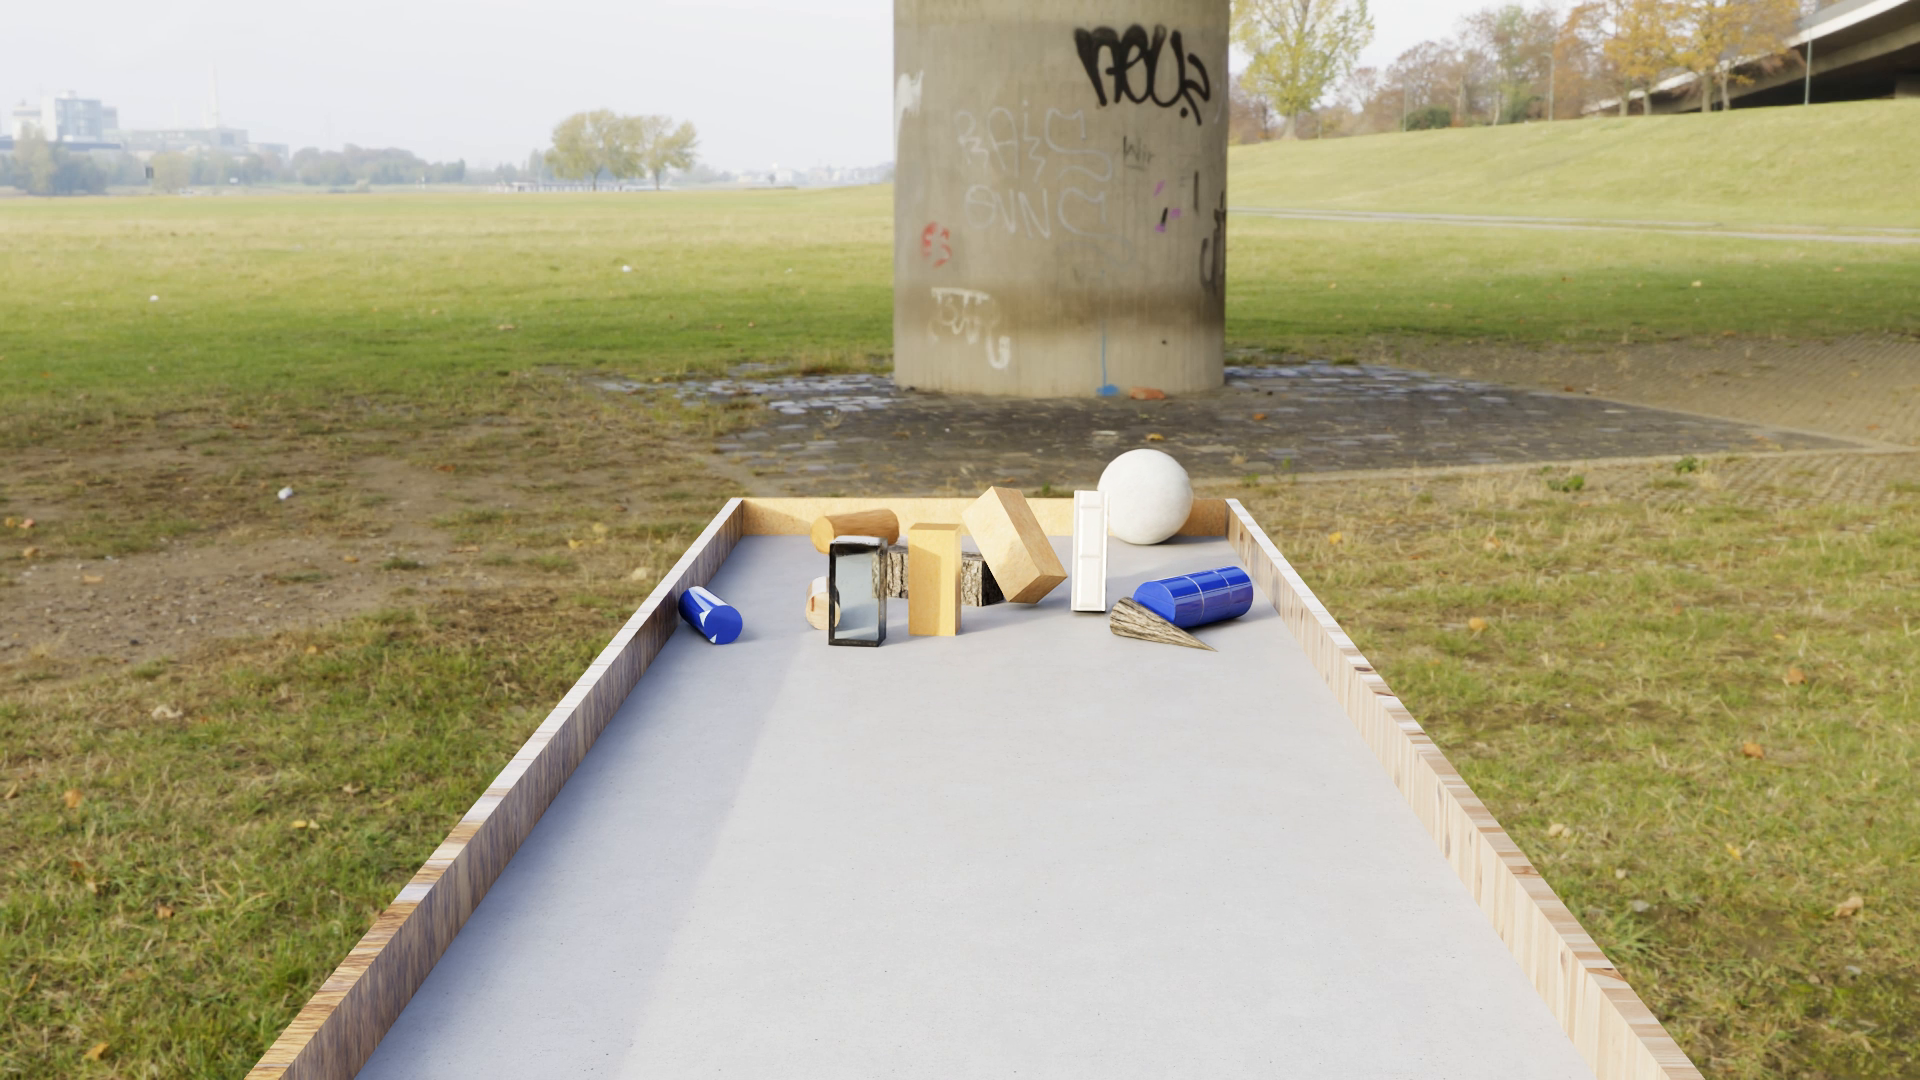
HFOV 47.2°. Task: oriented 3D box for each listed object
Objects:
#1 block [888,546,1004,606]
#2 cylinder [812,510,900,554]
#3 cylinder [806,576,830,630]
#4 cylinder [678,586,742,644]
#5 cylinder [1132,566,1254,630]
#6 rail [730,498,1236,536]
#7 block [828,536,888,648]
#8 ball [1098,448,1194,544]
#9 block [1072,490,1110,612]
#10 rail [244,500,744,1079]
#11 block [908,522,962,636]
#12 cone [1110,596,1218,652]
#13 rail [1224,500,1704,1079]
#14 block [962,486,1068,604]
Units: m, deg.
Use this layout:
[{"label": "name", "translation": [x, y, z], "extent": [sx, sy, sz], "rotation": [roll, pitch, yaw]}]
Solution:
[{"label": "block", "translation": [-0.075, 0.124, 7.719], "extent": [0.432, 0.159, 0.159], "rotation": [5, 10, 29]}, {"label": "cylinder", "translation": [-0.414, -0.034, 8.756], "extent": [0.332, 0.147, 0.147], "rotation": [-8, 12, -41]}, {"label": "cylinder", "translation": [-0.450, 0.208, 7.303], "extent": [0.123, 0.123, 0.302], "rotation": [-1, 9, -3]}, {"label": "cylinder", "translation": [-0.806, 0.241, 7.083], "extent": [0.126, 0.126, 0.350], "rotation": [-3, 10, -20]}, {"label": "cylinder", "translation": [0.765, 0.196, 7.205], "extent": [0.177, 0.177, 0.420], "rotation": [8, 12, 43]}, {"label": "rail", "translation": [0.099, -0.098, 9.147], "extent": [2.100, 0.150, 0.050], "rotation": [0, 9, 1]}, {"label": "block", "translation": [-0.321, 0.161, 6.945], "extent": [0.157, 0.325, 0.157], "rotation": [3, 9, 8]}, {"label": "ball", "translation": [0.746, -0.174, 8.872], "extent": [0.387, 0.387, 0.387], "rotation": [0, 9, 0]}, {"label": "block", "translation": [0.442, 0.040, 7.433], "extent": [0.111, 0.400, 0.111], "rotation": [1, -5, 8]}, {"label": "rail", "translation": [-1.004, 0.839, 3.234], "extent": [0.050, 0.150, 12.000], "rotation": [0, 9, 1]}, {"label": "block", "translation": [-0.081, 0.126, 7.118], "extent": [0.150, 0.343, 0.150], "rotation": [1, 9, 8]}, {"label": "cone", "translation": [0.663, 0.296, 6.940], "extent": [0.388, 0.129, 0.129], "rotation": [20, 20, 39]}, {"label": "rail", "translation": [1.046, 0.843, 3.208], "extent": [0.050, 0.150, 12.000], "rotation": [0, 9, 1]}, {"label": "block", "translation": [0.187, 0.018, 7.586], "extent": [0.163, 0.371, 0.163], "rotation": [-41, -26, 28]}]
